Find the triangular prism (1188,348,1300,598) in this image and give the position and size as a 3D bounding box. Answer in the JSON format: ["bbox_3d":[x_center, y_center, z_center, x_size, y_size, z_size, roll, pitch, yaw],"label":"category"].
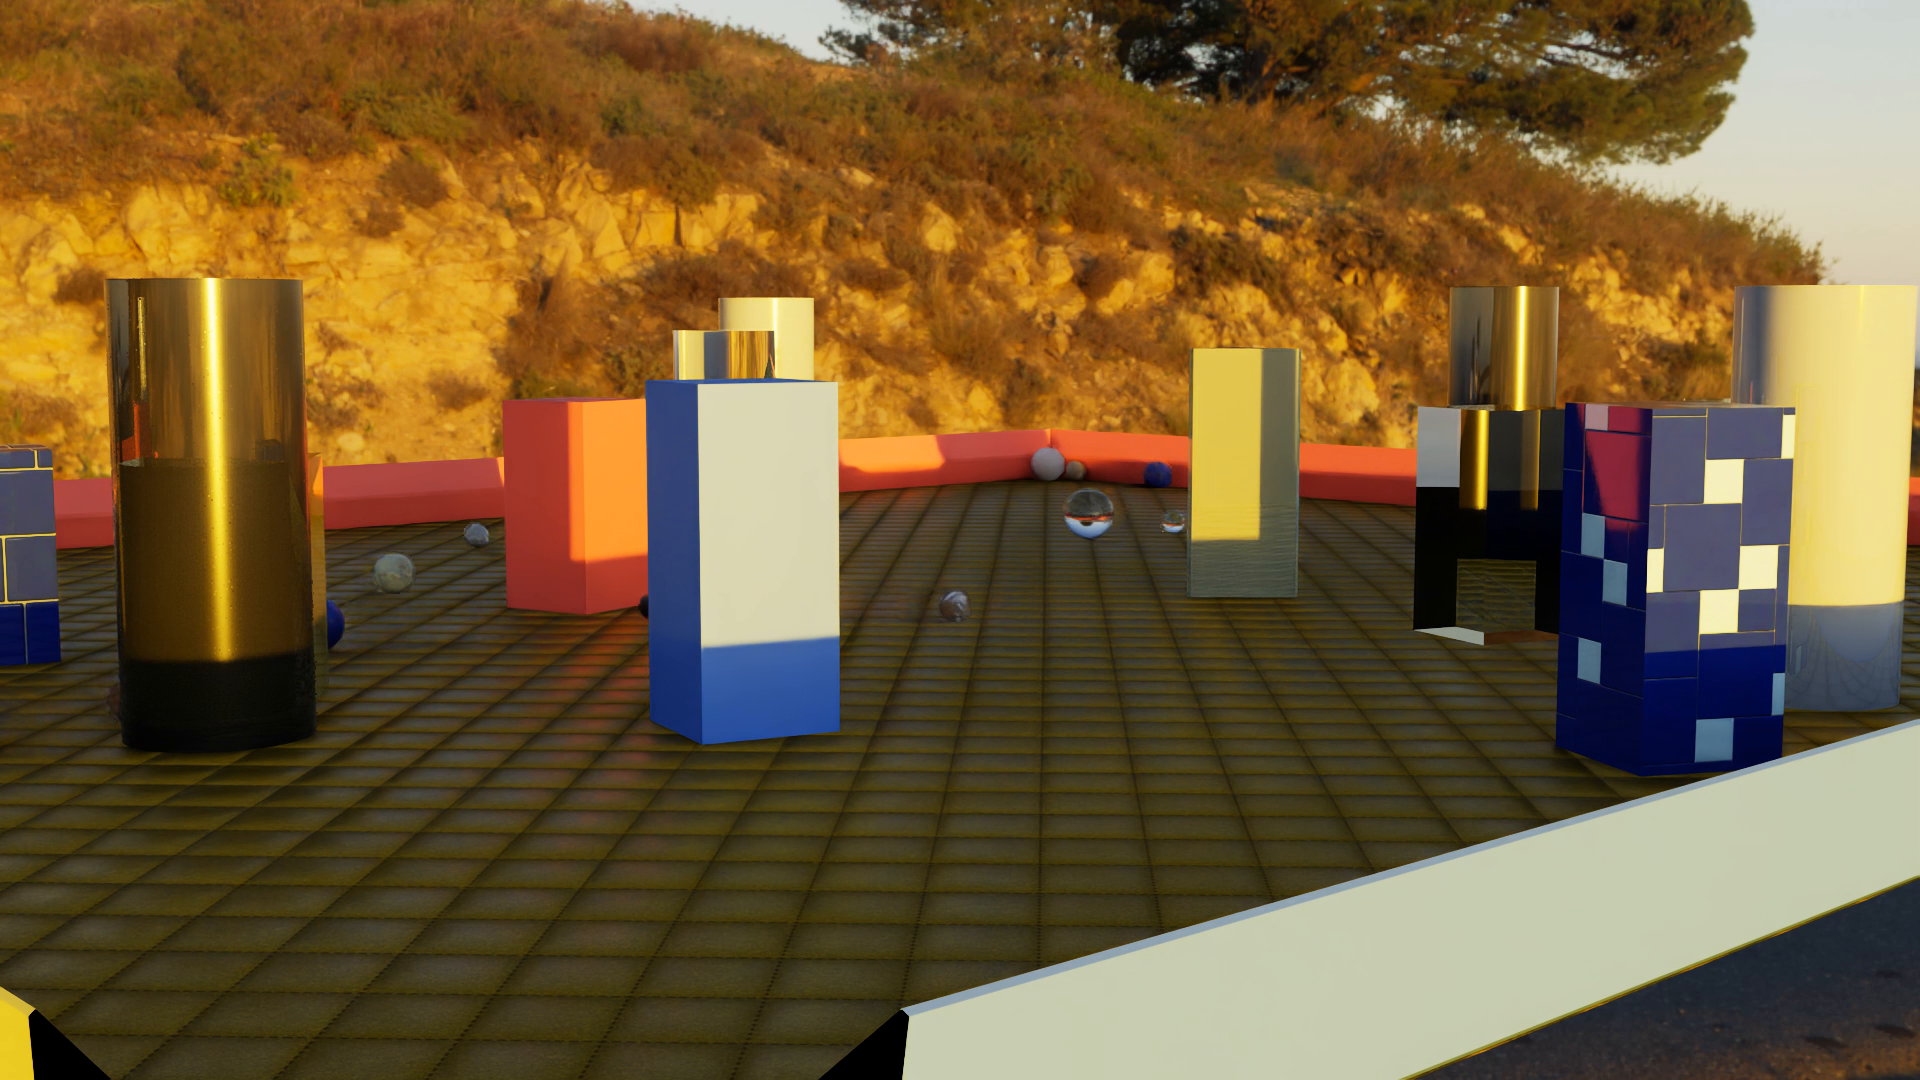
[{"bbox_3d":[0.440,-0.110,3.467,0.168,0.384,0.146,0,6,1],"label":"triangular prism"}]

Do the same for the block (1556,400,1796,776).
[{"bbox_3d":[0.705,0.042,2.178,0.155,0.351,0.155,-2,6,-15],"label":"block"}]

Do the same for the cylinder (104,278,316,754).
[{"bbox_3d":[-0.776,-0.032,2.285,0.194,0.475,0.194,0,6,0],"label":"cylinder"}]

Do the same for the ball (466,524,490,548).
[{"bbox_3d":[-0.905,-0.008,4.121,0.044,0.044,0.044,0,6,0],"label":"ball"}]

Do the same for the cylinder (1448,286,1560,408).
[{"bbox_3d":[0.994,-0.221,4.043,0.194,0.485,0.194,0,6,0],"label":"cylinder"}]

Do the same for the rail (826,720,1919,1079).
[{"bbox_3d":[1.139,0.162,2.105,3.795,0.126,0.045,-5,8,-42],"label":"rail"}]

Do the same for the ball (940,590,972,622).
[{"bbox_3d":[-0.007,0.094,3.140,0.046,0.046,0.046,0,6,0],"label":"ball"}]

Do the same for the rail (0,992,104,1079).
[{"bbox_3d":[-1.377,0.165,2.068,0.045,0.126,3.406,-5,8,-42],"label":"rail"}]

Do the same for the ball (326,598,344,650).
[{"bbox_3d":[-0.839,0.110,2.865,0.072,0.072,0.072,0,6,0],"label":"ball"}]

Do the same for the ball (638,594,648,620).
[{"bbox_3d":[-0.439,0.095,3.153,0.042,0.042,0.042,0,6,0],"label":"ball"}]

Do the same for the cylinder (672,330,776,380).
[{"bbox_3d":[-0.449,-0.198,4.206,0.194,0.405,0.194,0,6,0],"label":"cylinder"}]

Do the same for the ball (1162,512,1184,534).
[{"bbox_3d":[0.425,-0.035,4.384,0.044,0.044,0.044,0,6,0],"label":"ball"}]

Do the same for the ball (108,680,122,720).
[{"bbox_3d":[-0.890,0.172,2.369,0.052,0.052,0.052,0,6,0],"label":"ball"}]

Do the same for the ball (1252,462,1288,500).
[{"bbox_3d":[0.728,-0.139,5.171,0.086,0.086,0.086,0,6,0],"label":"ball"}]

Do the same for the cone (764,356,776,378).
[{"bbox_3d":[-0.265,-0.070,3.087,0.194,0.384,0.194,0,6,0],"label":"cone"}]

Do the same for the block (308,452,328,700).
[{"bbox_3d":[-0.818,0.043,2.525,0.155,0.276,0.155,-1,6,-9],"label":"block"}]

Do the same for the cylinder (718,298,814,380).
[{"bbox_3d":[-0.395,-0.261,4.504,0.194,0.467,0.194,0,6,0],"label":"cylinder"}]

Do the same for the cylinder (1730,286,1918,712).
[{"bbox_3d":[0.980,-0.054,2.516,0.194,0.470,0.194,0,6,0],"label":"cylinder"}]

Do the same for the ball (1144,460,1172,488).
[{"bbox_3d":[0.492,-0.163,5.484,0.069,0.069,0.069,0,6,0],"label":"ball"}]

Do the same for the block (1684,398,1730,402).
[{"bbox_3d":[1.167,-0.055,3.301,0.155,0.309,0.155,2,6,15],"label":"block"}]

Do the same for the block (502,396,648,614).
[{"bbox_3d":[-0.573,-0.056,3.306,0.155,0.310,0.155,4,7,31],"label":"block"}]

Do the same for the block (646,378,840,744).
[{"bbox_3d":[-0.232,0.016,2.341,0.155,0.369,0.155,-3,7,-28],"label":"block"}]

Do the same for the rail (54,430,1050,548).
[{"bbox_3d":[-1.139,-0.096,4.559,3.795,0.126,0.045,-5,8,-42],"label":"rail"}]

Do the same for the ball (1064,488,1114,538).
[{"bbox_3d":[0.251,-0.051,4.279,0.097,0.097,0.097,0,6,0],"label":"ball"}]

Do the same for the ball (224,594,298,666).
[{"bbox_3d":[-0.875,0.113,2.755,0.090,0.090,0.090,0,6,0],"label":"ball"}]

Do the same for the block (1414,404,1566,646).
[{"bbox_3d":[0.734,-0.026,3.010,0.155,0.311,0.155,-3,7,-24],"label":"block"}]

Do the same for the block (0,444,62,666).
[{"bbox_3d":[-1.245,0.017,2.807,0.155,0.268,0.155,-3,7,-28],"label":"block"}]

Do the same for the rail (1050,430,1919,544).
[{"bbox_3d":[1.377,-0.100,4.596,0.045,0.126,3.406,-5,8,-42],"label":"rail"}]

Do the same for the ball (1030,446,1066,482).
[{"bbox_3d":[0.228,-0.197,5.706,0.090,0.090,0.090,0,6,0],"label":"ball"}]

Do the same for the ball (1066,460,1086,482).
[{"bbox_3d":[0.301,-0.180,5.712,0.054,0.054,0.054,0,6,0],"label":"ball"}]

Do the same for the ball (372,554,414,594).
[{"bbox_3d":[-0.889,0.053,3.451,0.064,0.064,0.064,0,6,0],"label":"ball"}]
